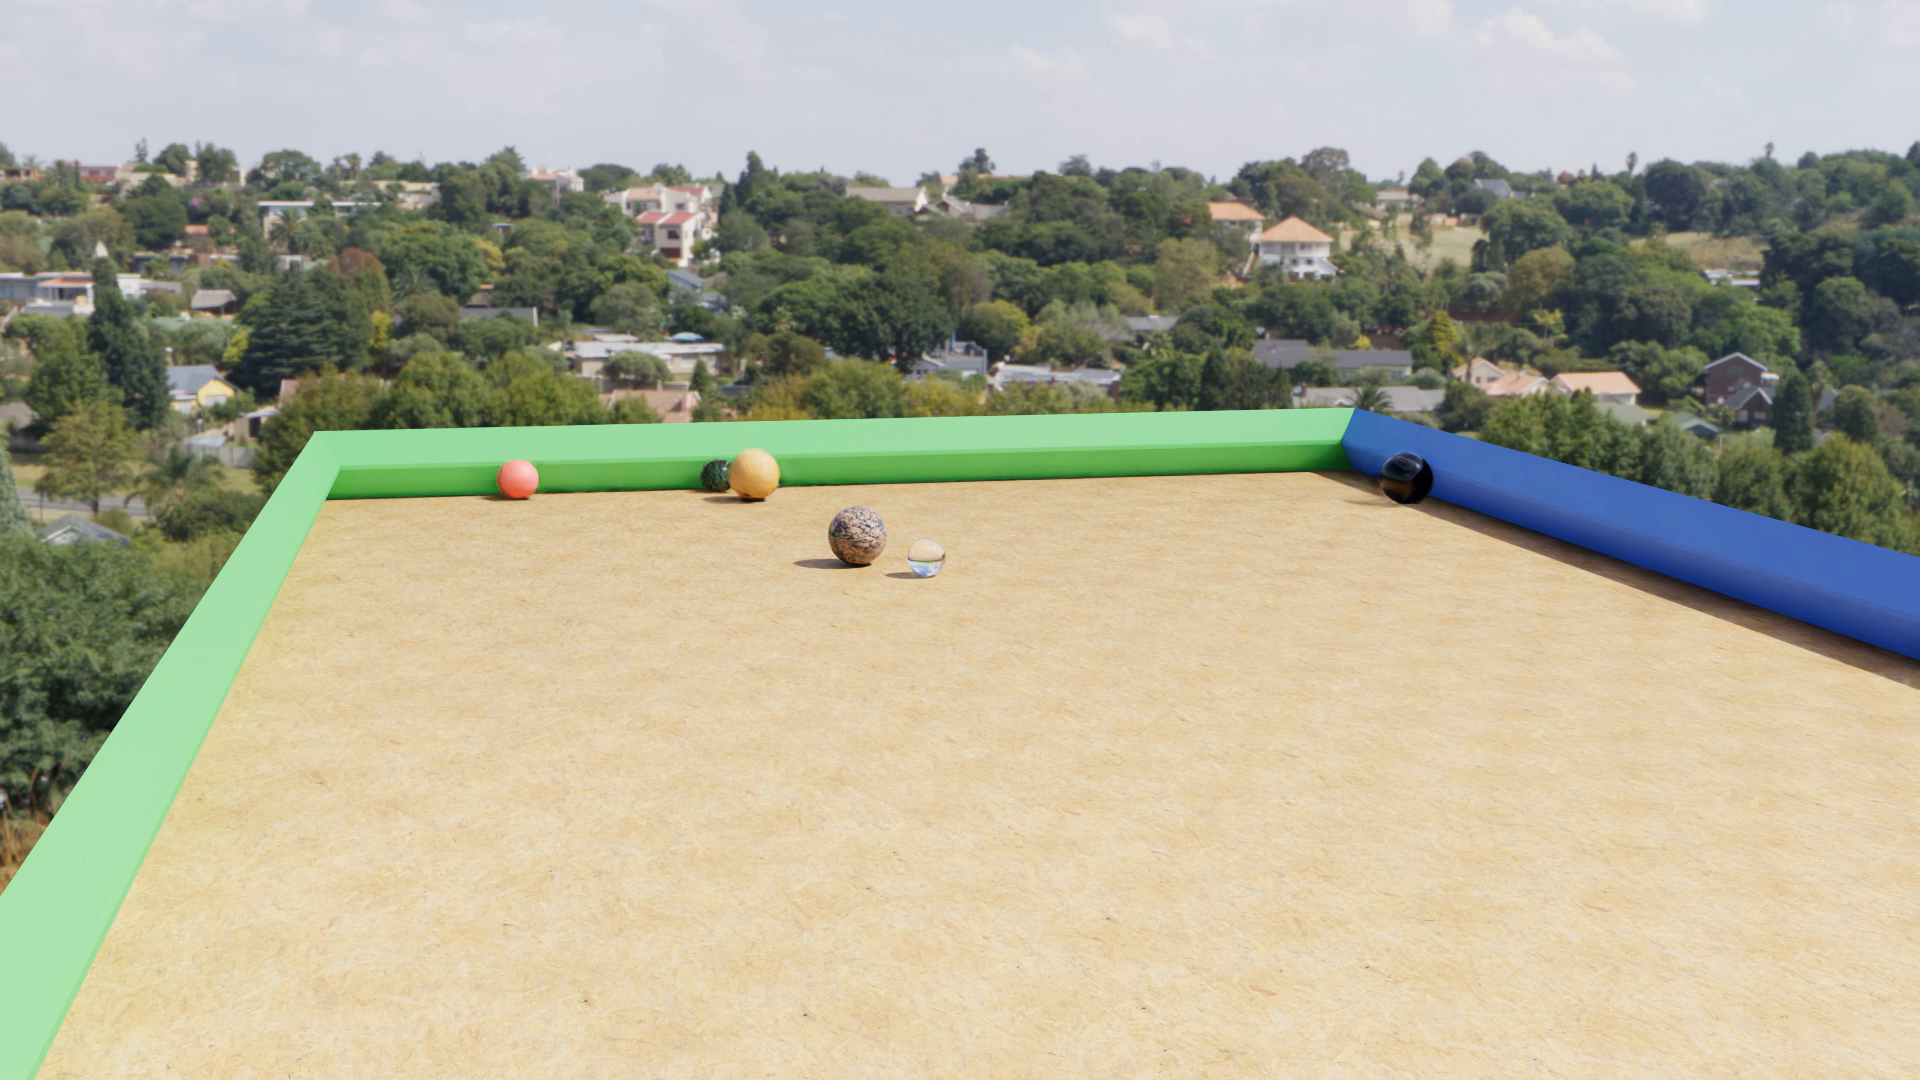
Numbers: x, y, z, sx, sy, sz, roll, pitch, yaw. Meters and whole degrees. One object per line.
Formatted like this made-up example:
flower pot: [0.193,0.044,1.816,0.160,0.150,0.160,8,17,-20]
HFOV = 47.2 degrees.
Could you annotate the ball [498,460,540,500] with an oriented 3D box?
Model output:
ball: [-0.802,-0.110,3.998,0.072,0.072,0.072,0,9,0]

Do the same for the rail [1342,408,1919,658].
rail: [1.147,0.088,2.635,0.045,0.122,3.654,-2,10,-12]

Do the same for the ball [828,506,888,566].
ball: [-0.154,-0.007,3.314,0.090,0.090,0.090,0,9,0]

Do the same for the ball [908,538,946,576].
ball: [-0.049,0.025,3.222,0.057,0.057,0.057,0,9,0]

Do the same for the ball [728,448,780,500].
ball: [-0.373,-0.118,3.978,0.094,0.094,0.094,0,9,0]

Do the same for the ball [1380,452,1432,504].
ball: [0.798,-0.111,3.935,0.094,0.094,0.094,0,9,0]

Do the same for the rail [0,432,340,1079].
rail: [-0.767,0.154,2.234,0.045,0.122,3.654,-2,10,-12]

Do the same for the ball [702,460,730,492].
ball: [-0.447,-0.119,4.084,0.061,0.061,0.061,0,9,0]

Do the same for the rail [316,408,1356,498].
rail: [-0.185,-0.166,4.175,2.004,0.122,0.045,-2,10,-12]
